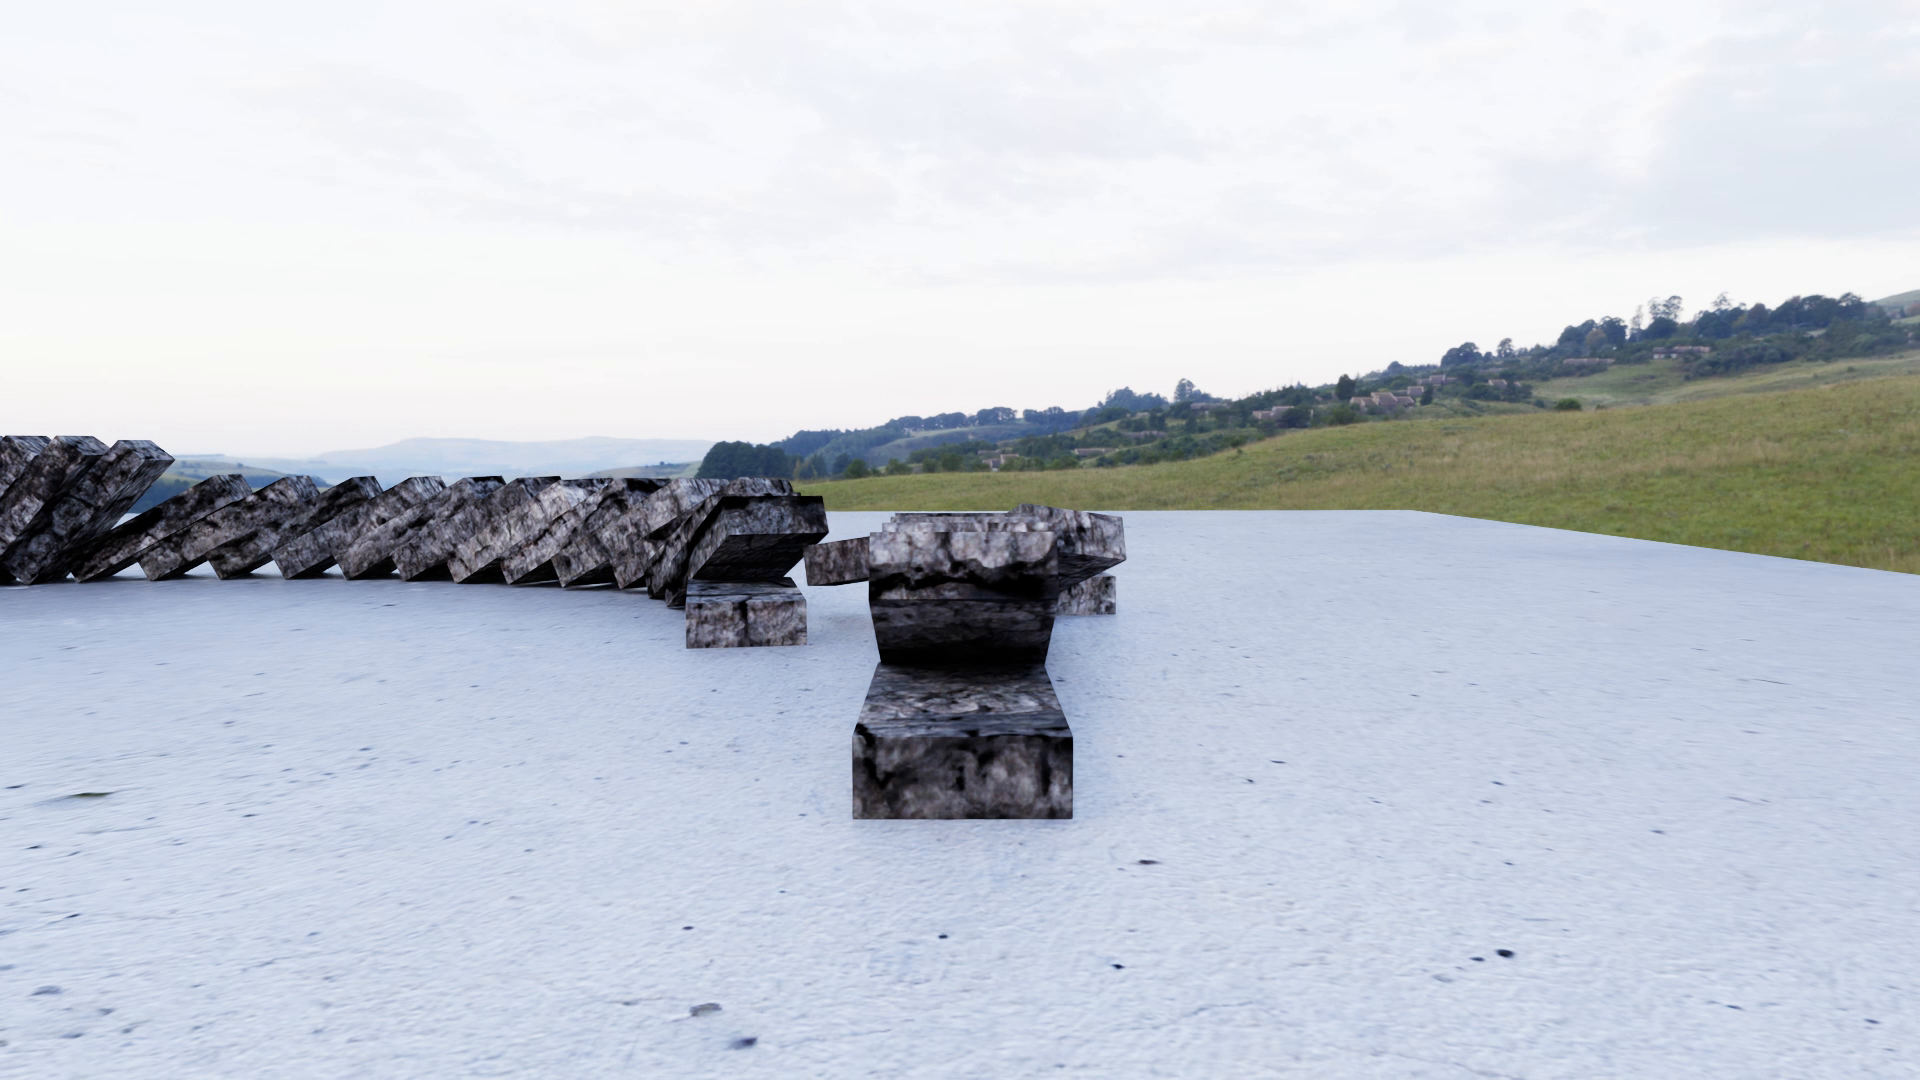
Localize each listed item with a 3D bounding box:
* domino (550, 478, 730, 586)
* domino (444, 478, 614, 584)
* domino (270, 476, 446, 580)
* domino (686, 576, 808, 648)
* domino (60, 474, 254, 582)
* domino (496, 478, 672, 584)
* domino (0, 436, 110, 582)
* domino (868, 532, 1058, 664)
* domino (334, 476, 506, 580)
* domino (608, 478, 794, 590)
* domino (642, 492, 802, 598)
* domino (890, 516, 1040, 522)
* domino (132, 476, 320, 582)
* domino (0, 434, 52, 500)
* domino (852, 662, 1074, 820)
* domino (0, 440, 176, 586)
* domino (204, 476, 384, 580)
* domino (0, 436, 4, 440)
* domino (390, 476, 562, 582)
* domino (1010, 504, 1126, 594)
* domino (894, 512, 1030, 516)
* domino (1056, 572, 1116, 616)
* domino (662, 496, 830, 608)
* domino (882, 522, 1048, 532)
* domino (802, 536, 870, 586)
[{"bbox_3d":[-0.092,-0.002,0.375,0.050,0.009,0.025,-29,-9,21],"label":"domino"},{"bbox_3d":[-0.130,-0.003,0.393,0.050,0.009,0.025,-29,-7,21],"label":"domino"},{"bbox_3d":[-0.192,-0.004,0.413,0.050,0.009,0.025,-28,5,0],"label":"domino"},{"bbox_3d":[-0.050,0.016,0.293,0.025,0.009,0.050,-1,4,-11],"label":"domino"},{"bbox_3d":[-0.253,-0.004,0.406,0.050,0.010,0.025,-31,10,-9],"label":"domino"},{"bbox_3d":[-0.111,-0.003,0.384,0.050,0.010,0.025,-29,-9,20],"label":"domino"},{"bbox_3d":[-0.282,-0.009,0.391,0.010,0.050,0.025,38,-5,-13],"label":"domino"},{"bbox_3d":[0.000,0.013,0.193,0.025,0.009,0.050,0,-22,0],"label":"domino"},{"bbox_3d":[-0.170,-0.004,0.409,0.050,0.009,0.025,-28,1,8],"label":"domino"},{"bbox_3d":[-0.073,-0.002,0.367,0.050,0.009,0.025,-29,-11,22],"label":"domino"},{"bbox_3d":[-0.063,0.002,0.342,0.025,0.009,0.050,-3,-20,-35],"label":"domino"},{"bbox_3d":[0.001,0.010,0.237,0.025,0.009,0.050,0,-21,0],"label":"domino"},{"bbox_3d":[-0.233,-0.004,0.411,0.050,0.010,0.025,-29,9,-7],"label":"domino"},{"bbox_3d":[-0.293,-0.009,0.386,0.009,0.050,0.025,38,-5,-13],"label":"domino"},{"bbox_3d":[0.000,0.025,0.170,0.025,0.010,0.050,0,4,0],"label":"domino"},{"bbox_3d":[-0.270,-0.009,0.399,0.010,0.050,0.025,42,-5,-12],"label":"domino"},{"bbox_3d":[-0.213,-0.005,0.415,0.050,0.010,0.025,-29,8,-7],"label":"domino"},{"bbox_3d":[-0.305,-0.009,0.384,0.009,0.050,0.025,38,-5,-13],"label":"domino"},{"bbox_3d":[-0.150,-0.004,0.403,0.050,0.009,0.025,-28,-2,12],"label":"domino"},{"bbox_3d":[0.011,0.006,0.284,0.025,0.010,0.050,7,-21,-29],"label":"domino"},{"bbox_3d":[0.000,0.008,0.260,0.025,0.009,0.050,0,-21,0],"label":"domino"},{"bbox_3d":[0.012,0.013,0.328,0.050,0.010,0.025,-1,4,-10],"label":"domino"},{"bbox_3d":[-0.054,0.003,0.320,0.025,0.009,0.050,-2,-21,-31],"label":"domino"},{"bbox_3d":[0.001,0.011,0.215,0.025,0.009,0.050,0,-22,0],"label":"domino"},{"bbox_3d":[-0.010,0.003,0.311,0.050,0.010,0.025,-8,-3,9],"label":"domino"}]
